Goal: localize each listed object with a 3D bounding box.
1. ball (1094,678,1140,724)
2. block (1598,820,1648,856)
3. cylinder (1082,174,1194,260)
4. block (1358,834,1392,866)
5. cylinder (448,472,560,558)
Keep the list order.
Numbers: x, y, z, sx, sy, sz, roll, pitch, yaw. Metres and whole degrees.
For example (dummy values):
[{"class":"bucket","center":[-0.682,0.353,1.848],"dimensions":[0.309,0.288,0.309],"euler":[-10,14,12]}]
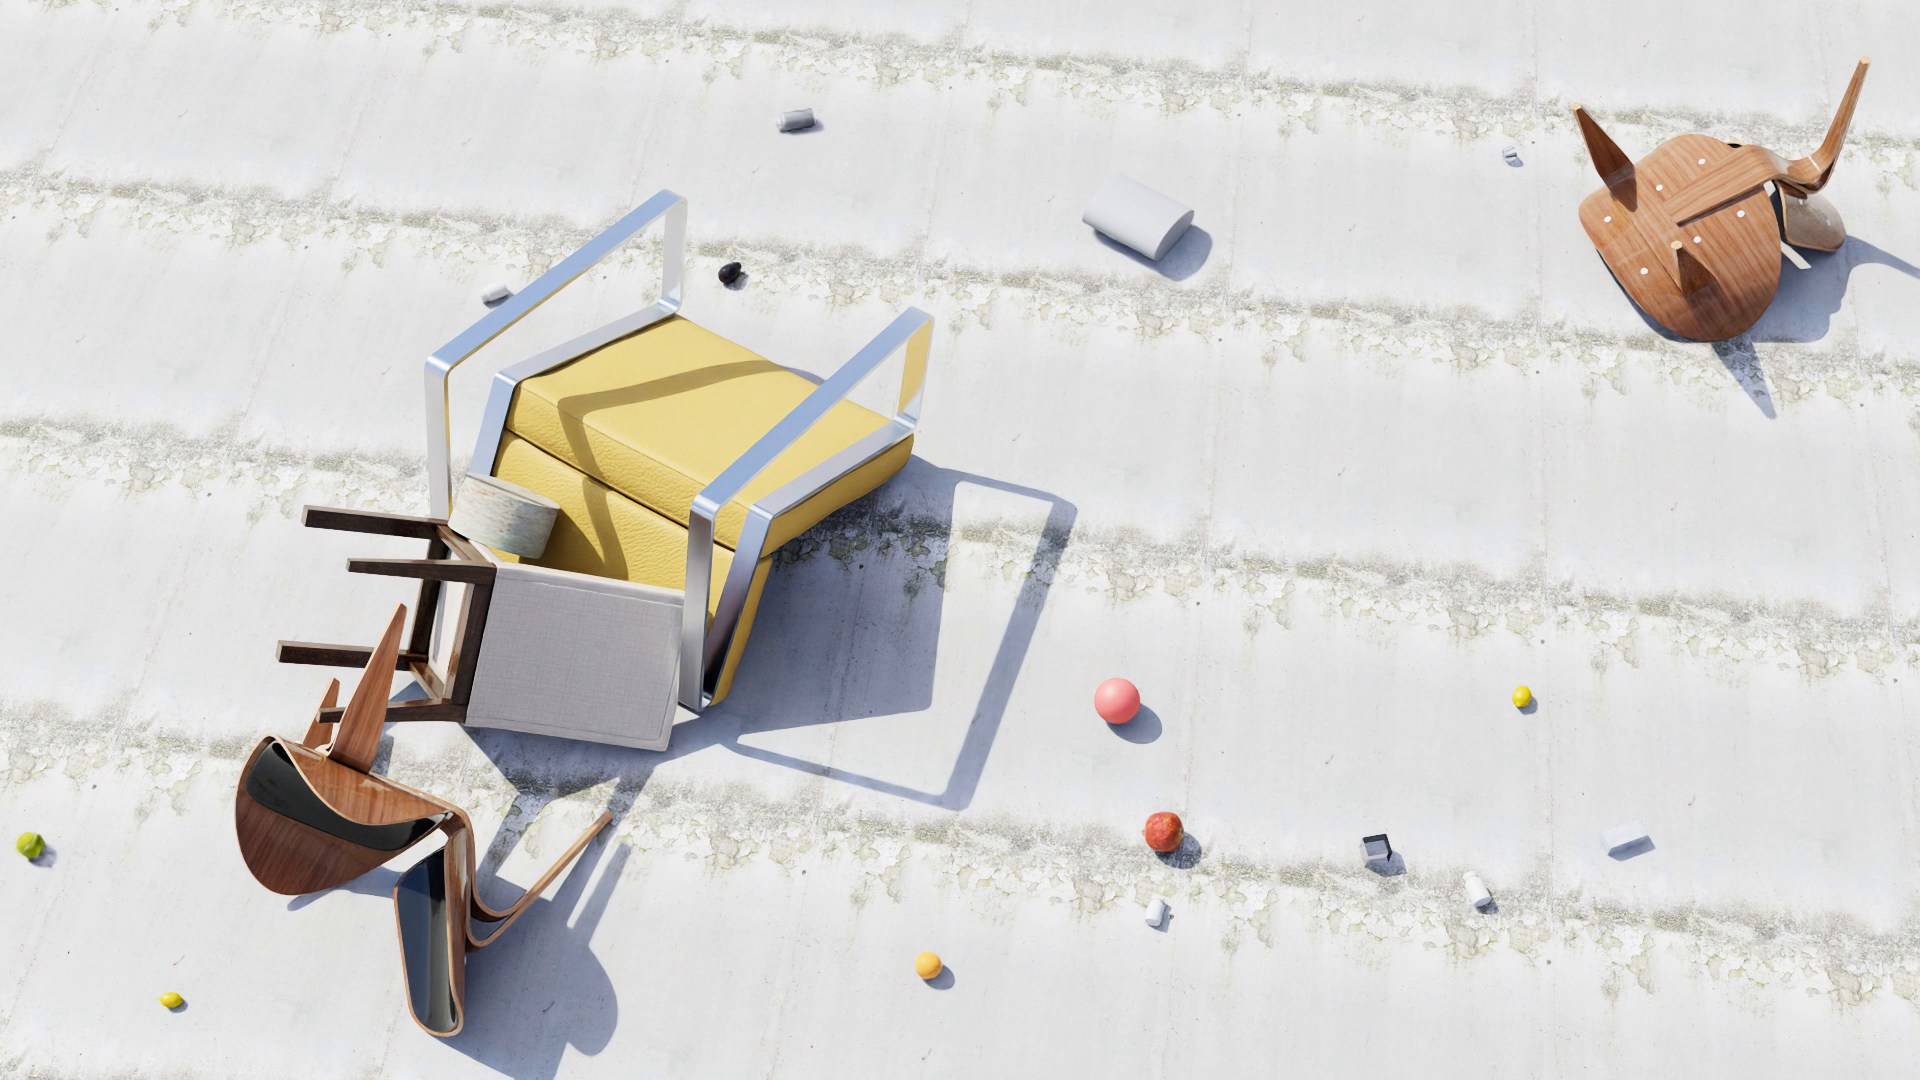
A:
[{"class":"ball","center":[0.443,0.452,6.192],"dimensions":[0.130,0.130,0.130],"euler":[0,56,0]},{"class":"block","center":[1.809,0.812,6.003],"dimensions":[0.113,0.044,0.049],"euler":[-17,58,-11]},{"class":"cylinder","center":[0.585,-1.061,7.206],"dimensions":[0.279,0.131,0.250],"euler":[31,55,19]},{"class":"block","center":[1.128,0.842,5.969],"dimensions":[0.068,0.066,0.058],"euler":[-9,57,-6]},{"class":"cylinder","center":[-1.276,-0.069,6.155],"dimensions":[0.276,0.230,0.150],"euler":[21,97,-3]}]
